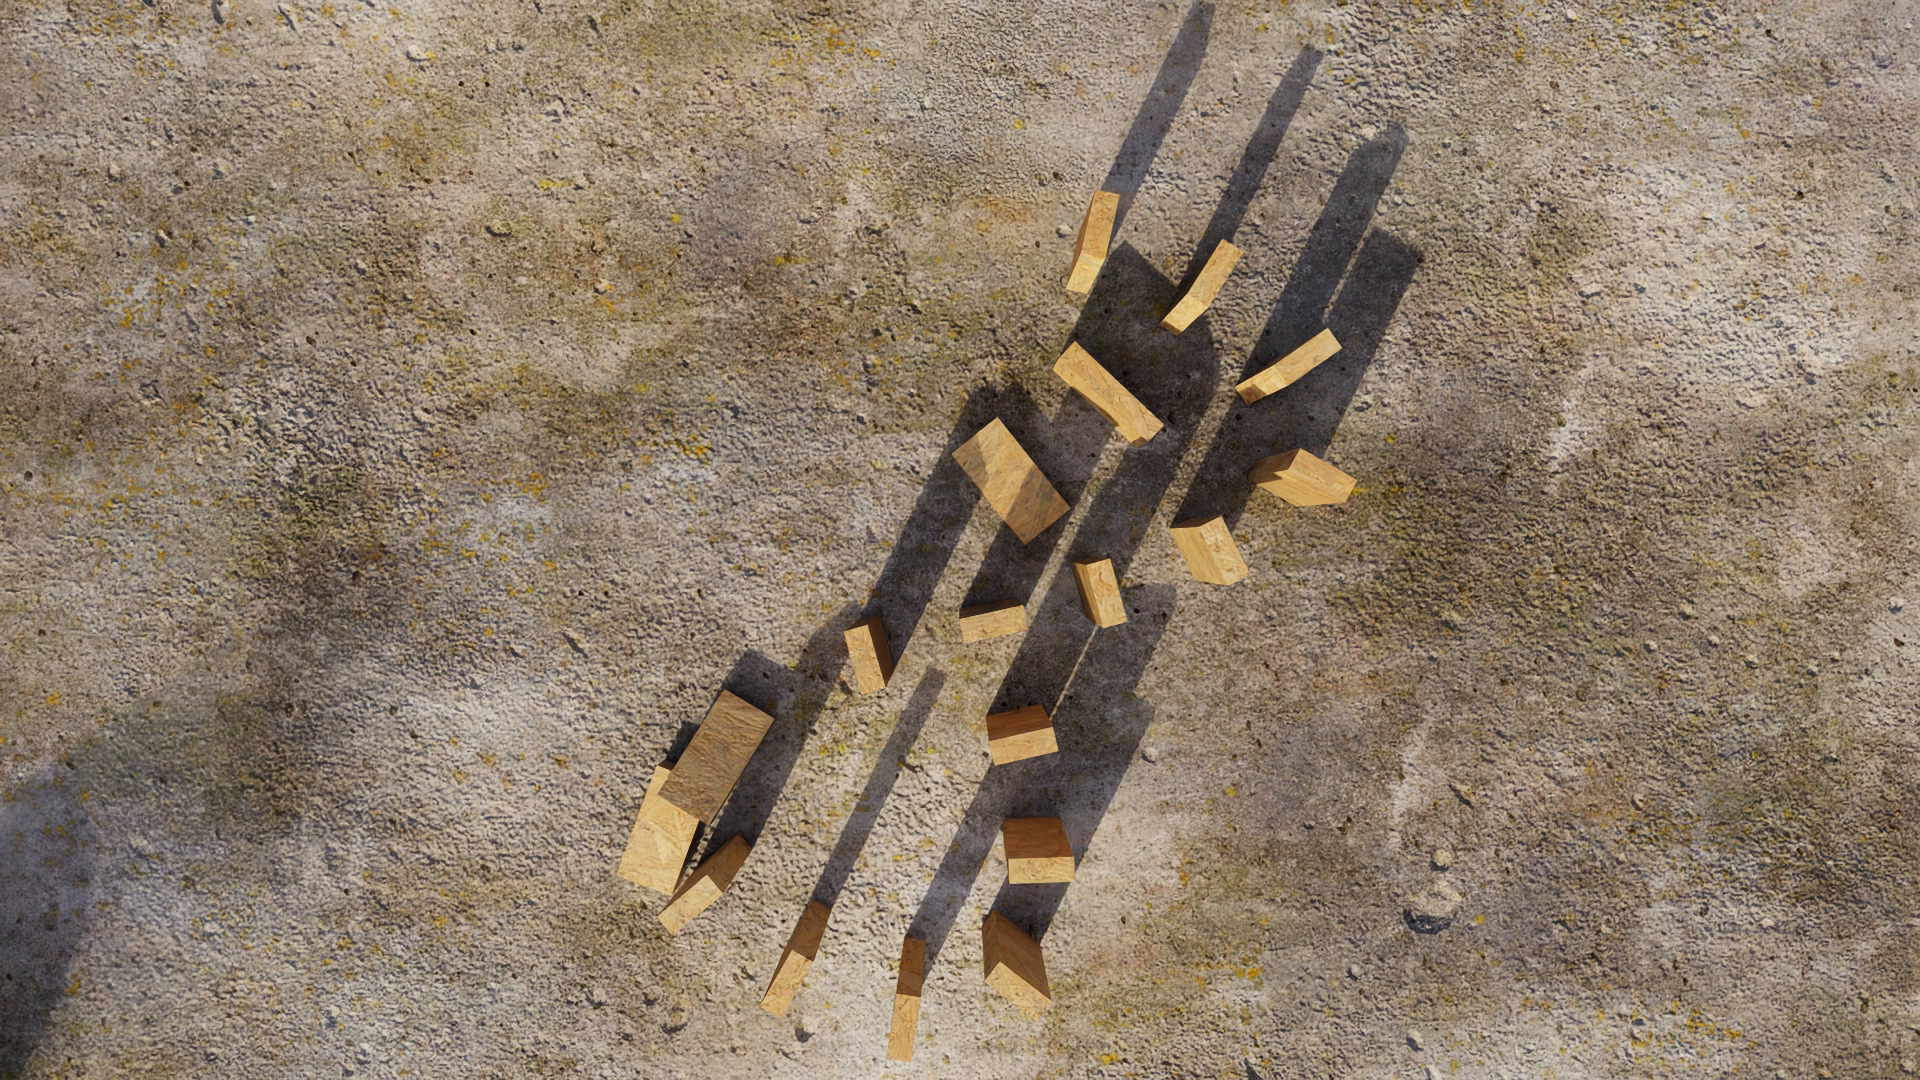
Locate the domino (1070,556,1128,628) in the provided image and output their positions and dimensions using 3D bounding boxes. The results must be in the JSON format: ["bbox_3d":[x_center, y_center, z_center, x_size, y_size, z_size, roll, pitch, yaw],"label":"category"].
[{"bbox_3d":[0.056,0.020,0.375,0.010,0.050,0.025,-15,90,0],"label":"domino"}]

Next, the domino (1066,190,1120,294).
[{"bbox_3d":[0.054,-0.121,0.375,0.009,0.050,0.025,13,90,0],"label":"domino"}]

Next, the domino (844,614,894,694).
[{"bbox_3d":[-0.036,0.046,0.375,0.009,0.050,0.025,-16,90,0],"label":"domino"}]

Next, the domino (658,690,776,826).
[{"bbox_3d":[-0.103,0.092,0.389,0.025,0.009,0.050,31,75,0],"label":"domino"}]

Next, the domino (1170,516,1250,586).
[{"bbox_3d":[0.101,0.004,0.375,0.009,0.050,0.025,-26,90,0],"label":"domino"}]

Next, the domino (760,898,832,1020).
[{"bbox_3d":[-0.066,0.170,0.375,0.009,0.050,0.025,30,90,0],"label":"domino"}]

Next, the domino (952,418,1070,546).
[{"bbox_3d":[0.022,-0.025,0.395,0.025,0.009,0.050,-39,90,0],"label":"domino"}]

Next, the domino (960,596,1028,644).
[{"bbox_3d":[0.013,0.032,0.375,0.025,0.050,0.010,-12,90,0],"label":"domino"}]

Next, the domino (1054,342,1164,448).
[{"bbox_3d":[0.062,-0.061,0.388,0.050,0.025,0.010,43,90,0],"label":"domino"}]

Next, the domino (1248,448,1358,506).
[{"bbox_3d":[0.139,-0.025,0.375,0.025,0.050,0.009,30,90,0],"label":"domino"}]

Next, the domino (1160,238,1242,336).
[{"bbox_3d":[0.098,-0.102,0.375,0.010,0.050,0.025,33,90,0],"label":"domino"}]

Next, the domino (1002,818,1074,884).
[{"bbox_3d":[0.031,0.126,0.375,0.025,0.050,0.009,-2,90,0],"label":"domino"}]

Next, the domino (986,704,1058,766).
[{"bbox_3d":[0.024,0.079,0.375,0.025,0.050,0.009,-13,90,0],"label":"domino"}]

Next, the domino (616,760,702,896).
[{"bbox_3d":[-0.126,0.124,0.395,0.025,0.010,0.050,20,90,0],"label":"domino"}]

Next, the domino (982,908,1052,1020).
[{"bbox_3d":[0.022,0.172,0.375,0.025,0.050,0.010,38,90,0],"label":"domino"}]

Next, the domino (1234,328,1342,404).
[{"bbox_3d":[0.133,-0.070,0.375,0.025,0.050,0.009,-35,90,0],"label":"domino"}]

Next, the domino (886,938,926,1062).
[{"bbox_3d":[-0.021,0.186,0.375,0.010,0.050,0.025,9,90,0],"label":"domino"}]

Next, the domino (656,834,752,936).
[{"bbox_3d":[-0.103,0.140,0.375,0.025,0.050,0.010,-40,90,0],"label":"domino"}]
